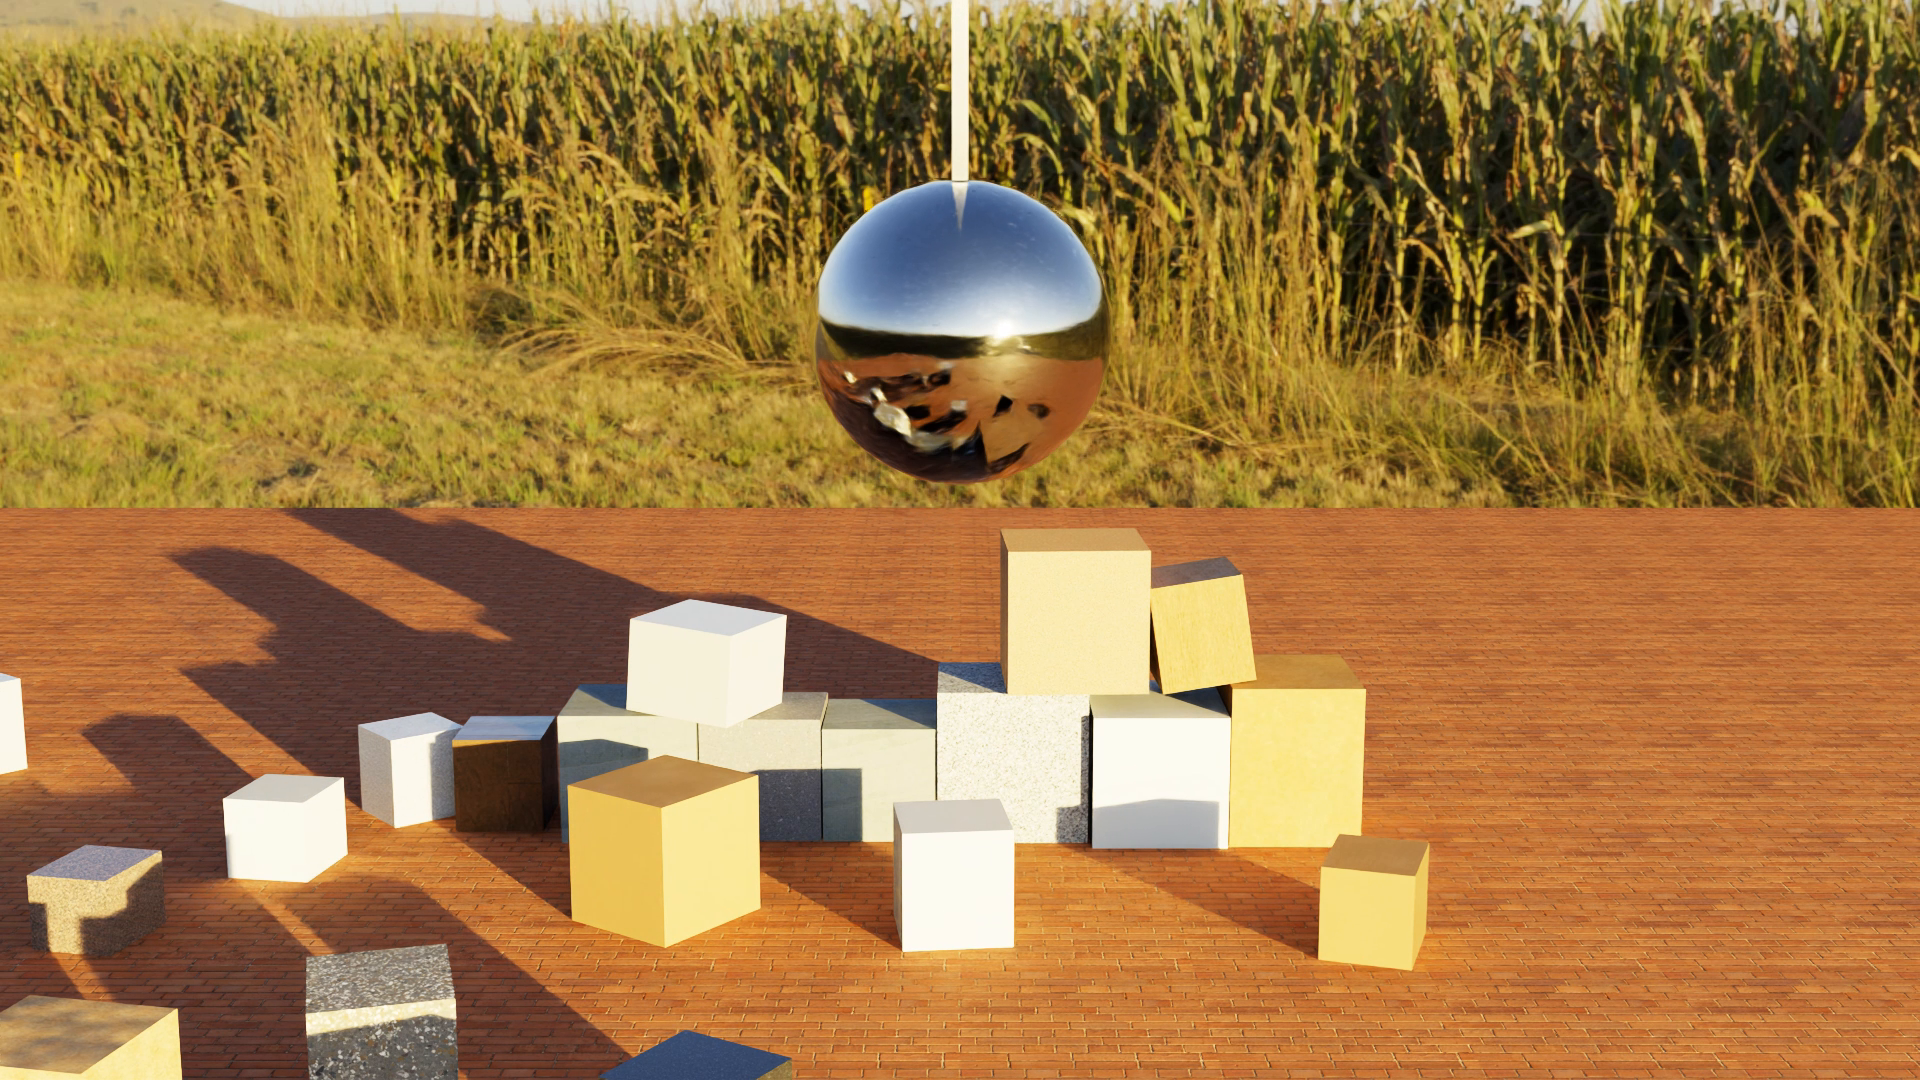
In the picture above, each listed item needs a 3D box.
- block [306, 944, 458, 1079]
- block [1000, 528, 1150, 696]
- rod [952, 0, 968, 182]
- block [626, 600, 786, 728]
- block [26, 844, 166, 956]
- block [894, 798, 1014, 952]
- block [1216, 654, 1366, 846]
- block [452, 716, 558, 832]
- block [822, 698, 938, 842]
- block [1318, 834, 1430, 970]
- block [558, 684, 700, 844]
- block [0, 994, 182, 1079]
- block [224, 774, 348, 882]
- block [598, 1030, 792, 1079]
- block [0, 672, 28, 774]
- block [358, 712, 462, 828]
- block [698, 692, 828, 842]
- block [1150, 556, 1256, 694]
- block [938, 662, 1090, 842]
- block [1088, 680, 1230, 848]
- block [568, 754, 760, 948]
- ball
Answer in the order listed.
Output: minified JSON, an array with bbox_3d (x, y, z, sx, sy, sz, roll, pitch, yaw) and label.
[{"bbox_3d":[-2.063,1.836,7.861,0.497,0.575,0.553,-3,11,-16],"label":"block"},{"bbox_3d":[0.576,0.355,11.213,0.703,0.725,0.663,0,10,-2],"label":"block"},{"bbox_3d":[0.000,-4.358,10.654,0.080,5.200,0.080,0,16,0],"label":"rod"},{"bbox_3d":[-1.284,0.619,11.174,0.568,0.466,0.592,8,12,22],"label":"block"},{"bbox_3d":[-3.841,1.602,9.797,0.380,0.343,0.432,2,11,12],"label":"block"},{"bbox_3d":[-0.034,1.494,9.854,0.490,0.536,0.475,-1,10,-6],"label":"block"},{"bbox_3d":[1.685,1.076,11.365,0.660,0.817,0.751,0,10,0],"label":"block"},{"bbox_3d":[-2.371,1.218,11.503,0.447,0.487,0.472,0,10,-1],"label":"block"},{"bbox_3d":[-0.404,1.186,11.406,0.579,0.586,0.616,0,10,0],"label":"block"},{"bbox_3d":[1.824,1.585,9.673,0.401,0.421,0.488,3,11,18],"label":"block"},{"bbox_3d":[-1.669,1.149,11.396,0.692,0.662,0.664,0,10,0],"label":"block"},{"bbox_3d":[-3.098,1.930,7.564,0.584,0.497,0.568,2,11,12],"label":"block"},{"bbox_3d":[-3.292,1.403,10.748,0.410,0.394,0.431,2,10,10],"label":"block"},{"bbox_3d":[-0.882,1.984,7.383,0.457,0.455,0.459,6,12,31],"label":"block"},{"bbox_3d":[-5.662,1.042,12.375,0.543,0.522,0.531,8,13,39],"label":"block"},{"bbox_3d":[-2.886,1.209,11.612,0.418,0.467,0.398,-8,13,-39],"label":"block"},{"bbox_3d":[-1.006,1.165,11.382,0.612,0.635,0.564,0,10,1],"label":"block"},{"bbox_3d":[1.201,0.429,11.239,0.473,0.542,0.516,-9,10,-1],"label":"block"},{"bbox_3d":[0.267,1.090,11.386,0.759,0.781,0.655,0,10,0],"label":"block"},{"bbox_3d":[1.006,1.147,11.375,0.680,0.672,0.794,0,10,0],"label":"block"},{"bbox_3d":[-1.347,1.405,10.050,0.585,0.639,0.629,8,13,36],"label":"block"},{"bbox_3d":[0.000,-1.091,11.597,1.600,1.600,1.600,0,10,0],"label":"ball"}]
